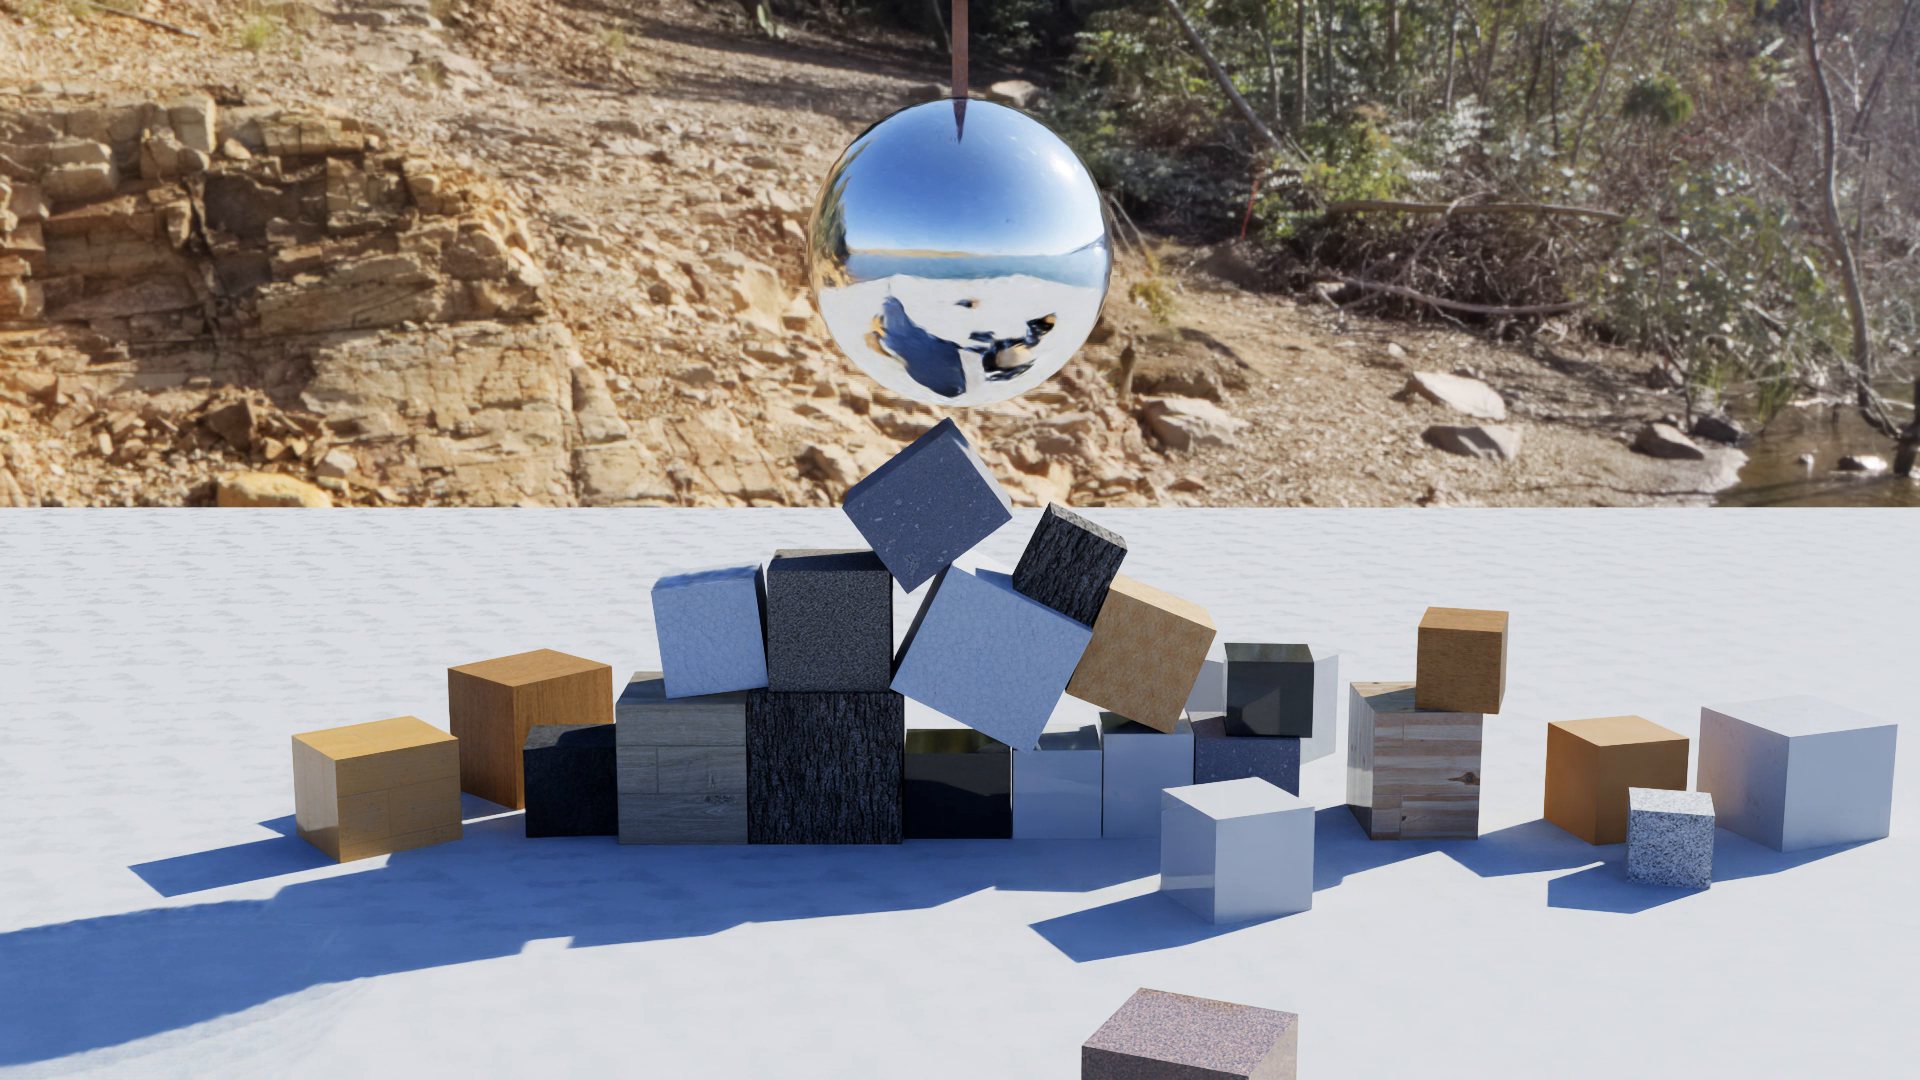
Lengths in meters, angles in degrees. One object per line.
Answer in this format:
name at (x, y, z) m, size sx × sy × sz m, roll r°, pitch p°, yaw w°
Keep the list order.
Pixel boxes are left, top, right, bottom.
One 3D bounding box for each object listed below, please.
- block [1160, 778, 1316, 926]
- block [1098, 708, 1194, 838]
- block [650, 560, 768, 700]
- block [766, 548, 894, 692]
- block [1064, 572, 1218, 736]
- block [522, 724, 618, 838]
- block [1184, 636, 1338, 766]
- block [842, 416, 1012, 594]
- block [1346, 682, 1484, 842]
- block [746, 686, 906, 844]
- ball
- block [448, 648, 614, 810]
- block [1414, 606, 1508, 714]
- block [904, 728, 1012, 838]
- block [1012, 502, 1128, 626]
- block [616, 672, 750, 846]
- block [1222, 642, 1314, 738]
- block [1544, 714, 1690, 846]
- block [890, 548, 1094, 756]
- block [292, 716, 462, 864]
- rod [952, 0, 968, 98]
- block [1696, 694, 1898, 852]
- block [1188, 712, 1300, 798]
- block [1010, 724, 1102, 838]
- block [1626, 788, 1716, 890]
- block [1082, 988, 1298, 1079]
block at (1.288, 1.441, 10.252) m, size 0.517 × 0.497 × 0.514 m, roll -4°, pitch 11°, yaw -23°
block at (0.956, 1.204, 11.418) m, size 0.455 × 0.545 × 0.504 m, roll 0°, pitch 10°, yaw 0°
block at (-1.255, 0.451, 11.260) m, size 0.520 × 0.562 × 0.494 m, roll -7°, pitch 10°, yaw 1°
block at (-0.655, 0.402, 11.260) m, size 0.610 × 0.615 × 0.598 m, roll 0°, pitch 10°, yaw 0°
block at (0.910, 0.564, 11.297) m, size 0.581 × 0.582 × 0.544 m, roll 22°, pitch 10°, yaw -4°
block at (-1.990, 1.244, 11.420) m, size 0.495 × 0.467 × 0.466 m, roll -1°, pitch 10°, yaw -6°
block at (1.727, 0.947, 12.713) m, size 0.654 × 0.587 × 0.633 m, roll 9°, pitch 14°, yaw 42°
block at (-0.160, -0.185, 11.146) m, size 0.651 × 0.541 × 0.590 m, roll -36°, pitch 8°, yaw 6°
block at (2.350, 1.139, 11.424) m, size 0.545 × 0.671 × 0.646 m, roll 0°, pitch 10°, yaw -1°
block at (-0.678, 1.090, 11.382) m, size 0.771 × 0.782 × 0.703 m, roll 0°, pitch 10°, yaw 0°
ball at (0.000, -1.492, 11.446) m, size 1.600 × 1.600 × 1.600 m, roll 0°, pitch 10°, yaw 0°
block at (-2.344, 1.024, 12.044) m, size 0.608 × 0.677 × 0.651 m, roll 10°, pitch 14°, yaw 43°
block at (2.576, 0.611, 11.270) m, size 0.412 × 0.423 × 0.516 m, roll 3°, pitch 11°, yaw 17°
block at (-0.011, 1.258, 11.391) m, size 0.540 × 0.450 × 0.476 m, roll 0°, pitch 10°, yaw 0°
block at (0.554, 0.117, 11.163) m, size 0.425 × 0.433 × 0.379 m, roll 26°, pitch 9°, yaw -4°
block at (-1.396, 1.118, 11.374) m, size 0.649 × 0.731 × 0.703 m, roll 0°, pitch 10°, yaw 0°
block at (1.584, 0.771, 11.331) m, size 0.435 × 0.394 × 0.413 m, roll 1°, pitch 10°, yaw 4°
block at (3.378, 1.232, 11.339) m, size 0.519 × 0.519 × 0.484 m, roll -3°, pitch 11°, yaw -16°
block at (0.158, 0.541, 11.266) m, size 0.785 × 0.701 × 0.671 m, roll 26°, pitch 9°, yaw -4°
block at (-2.964, 1.256, 11.182) m, size 0.646 × 0.527 × 0.578 m, roll -8°, pitch 13°, yaw -37°
rod at (0.000, -4.771, 10.546) m, size 0.080 × 5.200 × 0.080 m, roll 0°, pitch 15°, yaw 0°
block at (4.303, 1.191, 11.345) m, size 0.687 × 0.597 × 0.650 m, roll -4°, pitch 11°, yaw -21°
block at (1.466, 1.216, 11.432) m, size 0.527 × 0.517 × 0.550 m, roll 0°, pitch 10°, yaw 2°
block at (0.492, 1.246, 11.417) m, size 0.450 × 0.464 × 0.519 m, roll 0°, pitch 10°, yaw 0°
block at (3.431, 1.439, 10.639) m, size 0.380 × 0.363 × 0.380 m, roll 3°, pitch 11°, yaw 15°
block at (0.788, 1.922, 7.521) m, size 0.581 × 0.526 × 0.568 m, roll 5°, pitch 11°, yaw 24°
